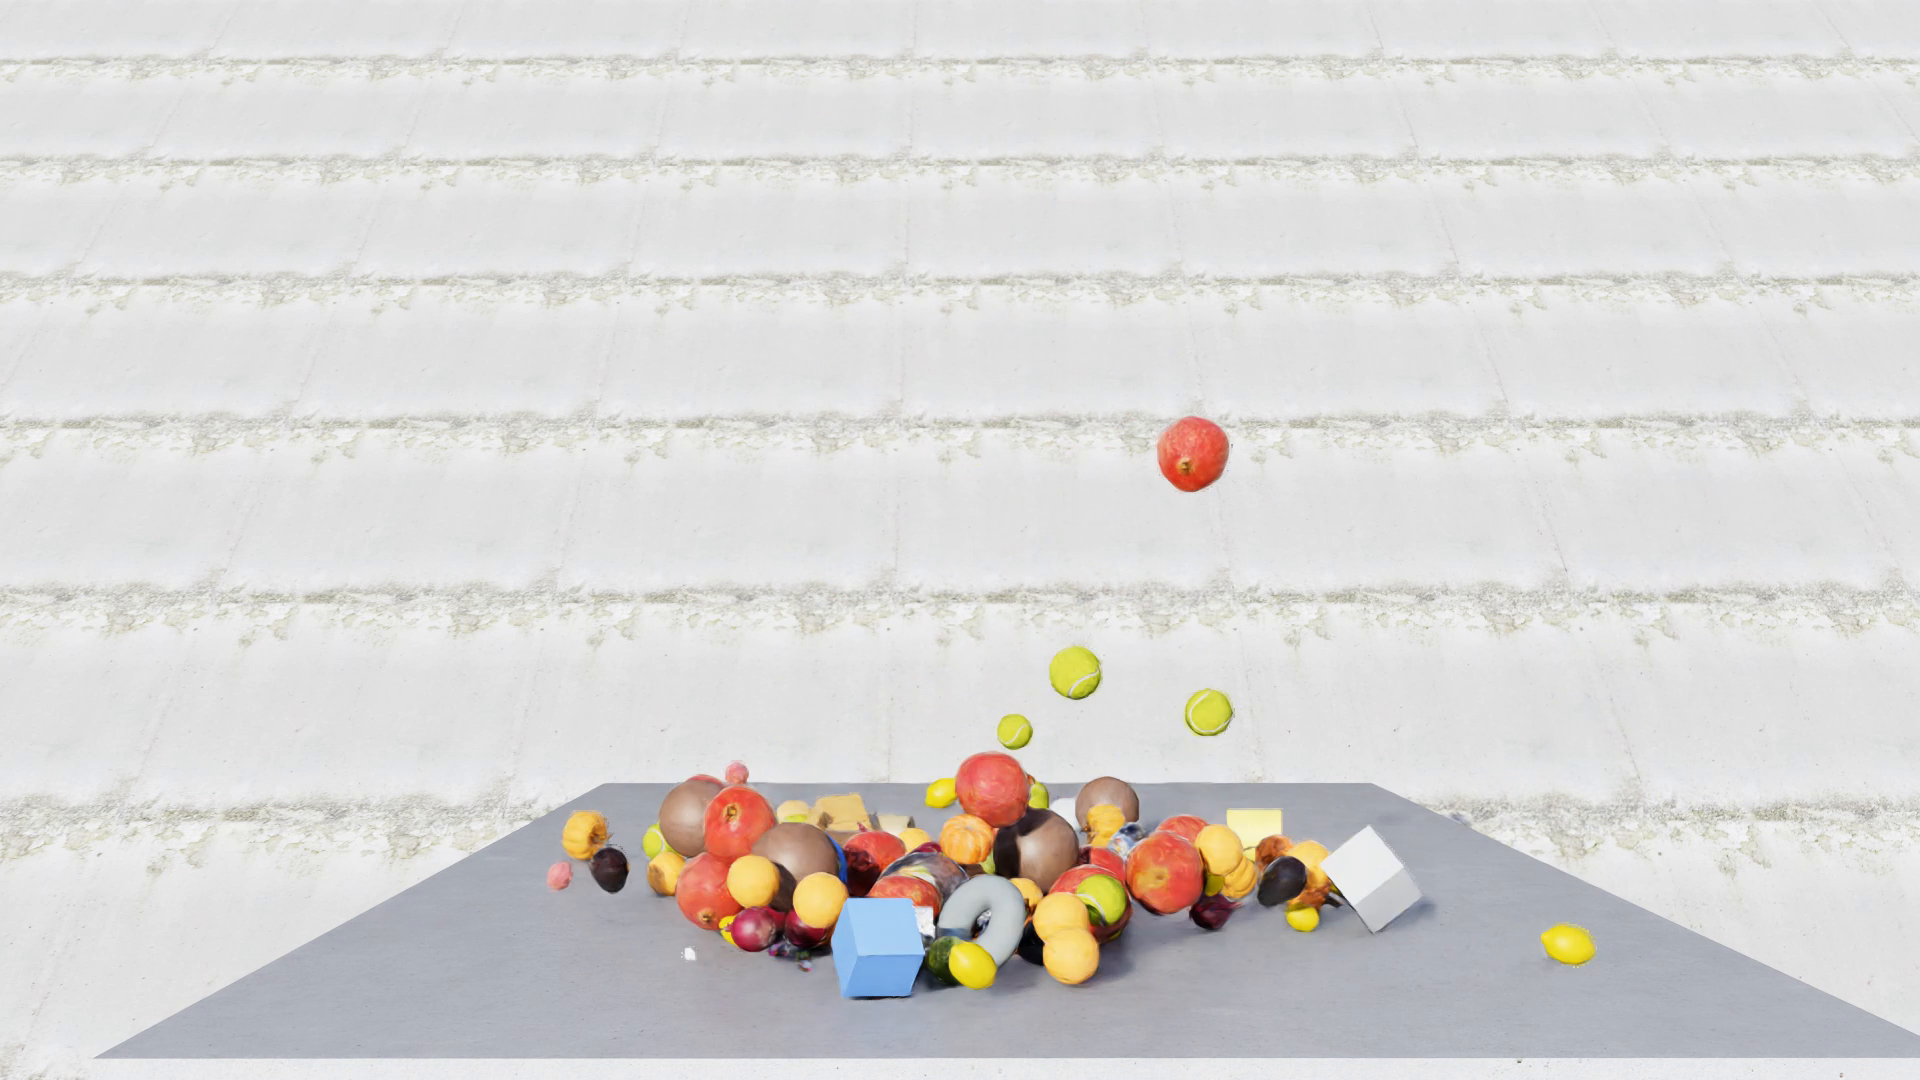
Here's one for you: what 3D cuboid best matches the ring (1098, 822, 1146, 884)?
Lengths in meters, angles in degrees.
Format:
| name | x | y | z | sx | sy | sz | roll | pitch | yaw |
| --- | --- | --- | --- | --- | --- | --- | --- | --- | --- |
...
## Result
| name | x | y | z | sx | sy | sz | roll | pitch | yaw |
| --- | --- | --- | --- | --- | --- | --- | --- | --- | --- |
| ring | 0.262 | 0.507 | 4.199 | 0.036 | 0.108 | 0.108 | 30 | 42 | 22 |

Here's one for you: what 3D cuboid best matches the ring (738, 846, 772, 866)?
| name | x | y | z | sx | sy | sz | roll | pitch | yaw |
| --- | --- | --- | --- | --- | --- | --- | --- | --- | --- |
| ring | -0.357 | 0.563 | 4.588 | 0.078 | 0.078 | 0.026 | 8 | 61 | 12 |

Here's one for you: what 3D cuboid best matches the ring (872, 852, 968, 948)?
| name | x | y | z | sx | sy | sz | roll | pitch | yaw |
| --- | --- | --- | --- | --- | --- | --- | --- | --- | --- |
| ring | -0.053 | 0.505 | 3.623 | 0.147 | 0.049 | 0.147 | -6 | 59 | 11 |

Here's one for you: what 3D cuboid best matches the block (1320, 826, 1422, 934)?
| name | x | y | z | sx | sy | sz | roll | pitch | yaw |
| --- | --- | --- | --- | --- | --- | --- | --- | --- | --- |
| block | 0.595 | 0.492 | 3.758 | 0.092 | 0.092 | 0.092 | -38 | 46 | 1 |

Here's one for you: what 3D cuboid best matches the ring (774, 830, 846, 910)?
| name | x | y | z | sx | sy | sz | roll | pitch | yaw |
| --- | --- | --- | --- | --- | --- | --- | --- | --- | --- |
| ring | -0.215 | 0.474 | 3.725 | 0.116 | 0.116 | 0.039 | 18 | 4 | 25 |

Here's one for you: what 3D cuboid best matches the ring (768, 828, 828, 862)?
| name | x | y | z | sx | sy | sz | roll | pitch | yaw |
| --- | --- | --- | --- | --- | --- | --- | --- | --- | --- |
| ring | -0.248 | 0.504 | 4.005 | 0.131 | 0.044 | 0.131 | -25 | 39 | 22 |

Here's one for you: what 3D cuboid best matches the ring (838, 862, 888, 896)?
| name | x | y | z | sx | sy | sz | roll | pitch | yaw |
| --- | --- | --- | --- | --- | --- | --- | --- | --- | --- |
| ring | -0.176 | 0.561 | 4.293 | 0.136 | 0.045 | 0.136 | -1 | -2 | 0 |

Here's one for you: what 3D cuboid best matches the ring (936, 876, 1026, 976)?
| name | x | y | z | sx | sy | sz | roll | pitch | yaw |
| --- | --- | --- | --- | --- | --- | --- | --- | --- | --- |
| ring | 0.027 | 0.498 | 3.351 | 0.139 | 0.046 | 0.139 | -27 | 45 | 31 |

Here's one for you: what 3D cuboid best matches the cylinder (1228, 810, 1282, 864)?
| name | x | y | z | sx | sy | sz | roll | pitch | yaw |
| --- | --- | --- | --- | --- | --- | --- | --- | --- | --- |
| cylinder | 0.538 | 0.542 | 4.741 | 0.098 | 0.098 | 0.098 | 0 | 33 | 6 |

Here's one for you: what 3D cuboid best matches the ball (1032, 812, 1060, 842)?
| name | x | y | z | sx | sy | sz | roll | pitch | yaw |
| --- | --- | --- | --- | --- | --- | --- | --- | --- | --- |
| ball | 0.172 | 0.572 | 5.171 | 0.057 | 0.057 | 0.057 | 0 | 33 | 0 |

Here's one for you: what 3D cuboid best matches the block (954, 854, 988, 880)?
| name | x | y | z | sx | sy | sz | roll | pitch | yaw |
| --- | --- | --- | --- | --- | --- | --- | --- | --- | --- |
| block | -0.004 | 0.509 | 3.711 | 0.076 | 0.076 | 0.076 | -23 | 17 | 43 |

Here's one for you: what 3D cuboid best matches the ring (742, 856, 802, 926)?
| name | x | y | z | sx | sy | sz | roll | pitch | yaw |
| --- | --- | --- | --- | --- | --- | --- | --- | --- | --- |
| ring | -0.277 | 0.517 | 3.823 | 0.038 | 0.115 | 0.115 | -36 | 47 | -29 |

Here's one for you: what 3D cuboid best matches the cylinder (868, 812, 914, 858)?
| name | x | y | z | sx | sy | sz | roll | pitch | yaw |
| --- | --- | --- | --- | --- | --- | --- | --- | --- | --- |
| cylinder | -0.132 | 0.551 | 4.825 | 0.082 | 0.082 | 0.082 | 2 | 33 | 11 |

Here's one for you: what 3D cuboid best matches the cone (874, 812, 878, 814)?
| name | x | y | z | sx | sy | sz | roll | pitch | yaw |
| --- | --- | --- | --- | --- | --- | --- | --- | --- | --- |
| cone | -0.159 | 0.554 | 4.914 | 0.083 | 0.083 | 0.083 | 0 | -1 | 0 |

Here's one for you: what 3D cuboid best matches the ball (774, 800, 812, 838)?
| name | x | y | z | sx | sy | sz | roll | pitch | yaw |
| --- | --- | --- | --- | --- | --- | --- | --- | --- | --- |
| ball | -0.331 | 0.561 | 5.200 | 0.081 | 0.081 | 0.081 | 0 | 33 | 0 |

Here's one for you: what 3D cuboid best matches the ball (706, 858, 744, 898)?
| name | x | y | z | sx | sy | sz | roll | pitch | yaw |
| --- | --- | --- | --- | --- | --- | --- | --- | --- | --- |
| ball | -0.382 | 0.551 | 4.228 | 0.062 | 0.062 | 0.062 | 0 | 33 | 0 |

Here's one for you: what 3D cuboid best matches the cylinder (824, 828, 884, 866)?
| name | x | y | z | sx | sy | sz | roll | pitch | yaw |
| --- | --- | --- | --- | --- | --- | --- | --- | --- | --- |
| cylinder | -0.190 | 0.543 | 4.462 | 0.088 | 0.088 | 0.088 | -1 | 29 | 31 |

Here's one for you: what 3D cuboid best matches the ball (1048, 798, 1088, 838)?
| name | x | y | z | sx | sy | sz | roll | pitch | yaw |
| --- | --- | --- | --- | --- | --- | --- | --- | --- | --- |
| ball | 0.216 | 0.561 | 5.241 | 0.082 | 0.082 | 0.082 | 0 | 33 | 0 |

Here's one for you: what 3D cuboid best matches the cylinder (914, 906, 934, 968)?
| name | x | y | z | sx | sy | sz | roll | pitch | yaw |
| --- | --- | --- | --- | --- | --- | --- | --- | --- | --- |
| cylinder | -0.076 | 0.525 | 3.427 | 0.080 | 0.080 | 0.080 | 0 | 33 | -4 |

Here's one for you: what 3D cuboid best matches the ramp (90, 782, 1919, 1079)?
| name | x | y | z | sx | sy | sz | roll | pitch | yaw |
| --- | --- | --- | --- | --- | --- | --- | --- | --- | --- |
| ramp | 0.074 | 0.643 | 4.762 | 2.000 | 0.100 | 4.000 | 0 | -1 | 0 |

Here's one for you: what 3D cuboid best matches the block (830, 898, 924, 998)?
| name | x | y | z | sx | sy | sz | roll | pitch | yaw |
| --- | --- | --- | --- | --- | --- | --- | --- | --- | --- |
| block | -0.101 | 0.495 | 3.151 | 0.084 | 0.084 | 0.084 | 2 | 44 | -19 |

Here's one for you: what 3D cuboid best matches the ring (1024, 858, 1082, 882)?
| name | x | y | z | sx | sy | sz | roll | pitch | yaw |
| --- | --- | --- | --- | --- | --- | --- | --- | --- | --- |
| ring | 0.162 | 0.570 | 4.476 | 0.101 | 0.034 | 0.101 | -1 | -1 | 0 |

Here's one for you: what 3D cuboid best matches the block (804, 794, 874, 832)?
| name | x | y | z | sx | sy | sz | roll | pitch | yaw |
| --- | --- | --- | --- | --- | --- | --- | --- | --- | --- |
| block | -0.222 | 0.526 | 4.743 | 0.082 | 0.082 | 0.082 | -2 | 51 | -30 |
